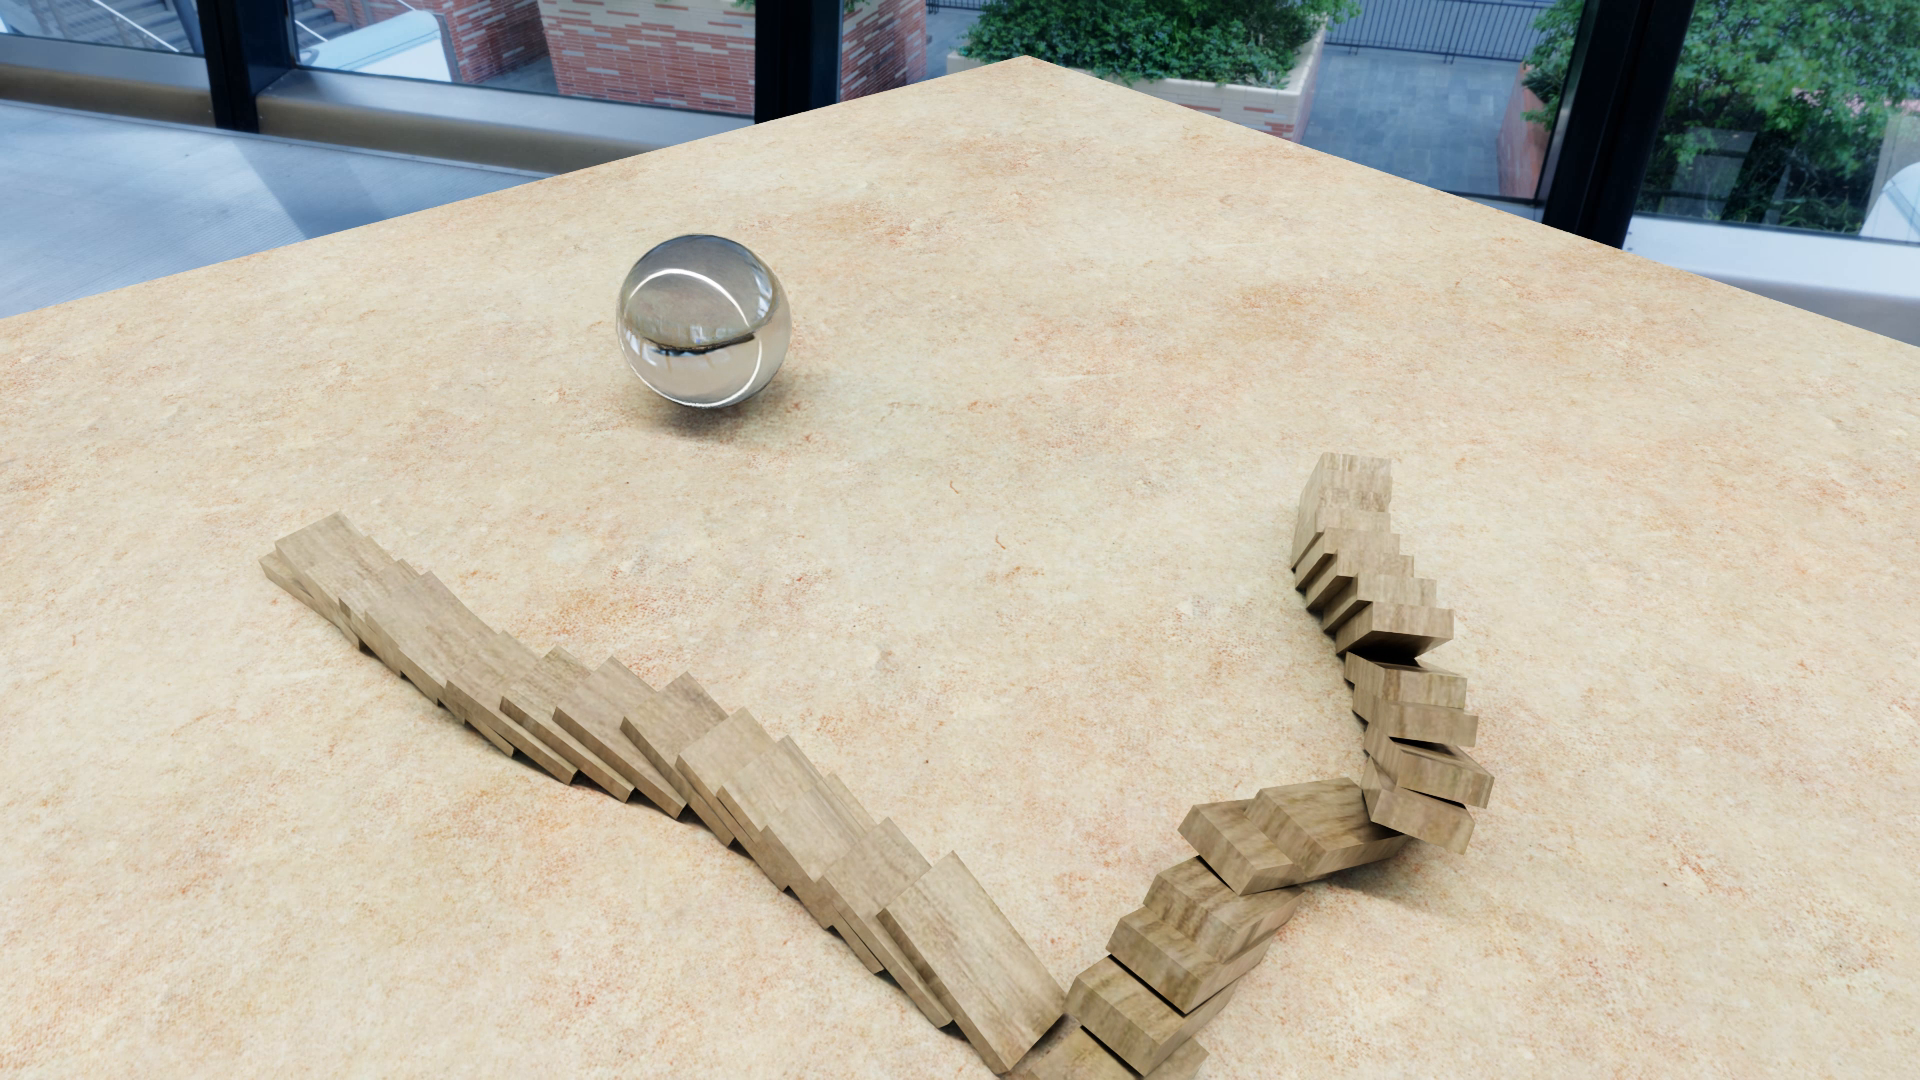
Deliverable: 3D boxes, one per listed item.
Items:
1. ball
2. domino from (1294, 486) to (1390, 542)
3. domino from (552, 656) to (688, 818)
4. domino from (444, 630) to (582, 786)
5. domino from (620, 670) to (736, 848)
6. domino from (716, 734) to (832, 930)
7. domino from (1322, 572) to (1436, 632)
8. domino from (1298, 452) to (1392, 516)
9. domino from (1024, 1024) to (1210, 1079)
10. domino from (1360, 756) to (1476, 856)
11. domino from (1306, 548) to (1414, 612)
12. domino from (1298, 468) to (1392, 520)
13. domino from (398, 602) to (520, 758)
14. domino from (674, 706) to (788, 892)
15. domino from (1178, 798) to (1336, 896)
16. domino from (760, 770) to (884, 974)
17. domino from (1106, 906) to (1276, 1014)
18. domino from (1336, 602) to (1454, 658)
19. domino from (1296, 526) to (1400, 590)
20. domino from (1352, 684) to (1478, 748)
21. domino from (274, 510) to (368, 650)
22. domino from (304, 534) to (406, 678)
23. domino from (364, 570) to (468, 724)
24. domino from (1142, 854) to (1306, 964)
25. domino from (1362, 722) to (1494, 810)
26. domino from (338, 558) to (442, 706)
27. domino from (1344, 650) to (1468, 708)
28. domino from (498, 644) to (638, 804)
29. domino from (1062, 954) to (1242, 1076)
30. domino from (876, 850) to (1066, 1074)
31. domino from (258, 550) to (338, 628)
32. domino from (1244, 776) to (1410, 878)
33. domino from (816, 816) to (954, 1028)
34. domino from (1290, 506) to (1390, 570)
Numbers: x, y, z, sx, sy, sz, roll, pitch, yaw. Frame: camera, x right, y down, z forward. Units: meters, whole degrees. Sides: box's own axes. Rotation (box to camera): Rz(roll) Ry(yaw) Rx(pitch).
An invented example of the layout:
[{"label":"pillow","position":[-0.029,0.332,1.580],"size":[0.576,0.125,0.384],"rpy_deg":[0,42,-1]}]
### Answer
[{"label":"ball","position":[-0.119,-0.101,0.511],"size":[0.080,0.080,0.080],"rpy_deg":[0,39,0]},{"label":"domino","position":[0.145,-0.006,0.422],"size":[0.025,0.050,0.009],"rpy_deg":[8,74,9]},{"label":"domino","position":[-0.101,0.062,0.349],"size":[0.050,0.009,0.025],"rpy_deg":[38,46,2]},{"label":"domino","position":[-0.139,0.054,0.359],"size":[0.050,0.010,0.025],"rpy_deg":[37,46,0]},{"label":"domino","position":[-0.079,0.068,0.343],"size":[0.050,0.010,0.025],"rpy_deg":[45,50,8]},{"label":"domino","position":[-0.045,0.085,0.321],"size":[0.025,0.009,0.050],"rpy_deg":[-36,81,-36]},{"label":"domino","position":[0.146,0.024,0.385],"size":[0.025,0.050,0.010],"rpy_deg":[6,74,7]},{"label":"domino","position":[0.153,-0.020,0.439],"size":[0.025,0.050,0.009],"rpy_deg":[8,74,9]},{"label":"domino","position":[0.038,0.129,0.266],"size":[0.025,0.010,0.050],"rpy_deg":[36,23,29]},{"label":"domino","position":[0.134,0.077,0.326],"size":[0.025,0.009,0.050],"rpy_deg":[19,6,16]},{"label":"domino","position":[0.142,0.016,0.395],"size":[0.025,0.050,0.010],"rpy_deg":[6,74,7]},{"label":"domino","position":[0.150,-0.013,0.430],"size":[0.025,0.050,0.009],"rpy_deg":[8,74,9]},{"label":"domino","position":[-0.159,0.046,0.368],"size":[0.050,0.010,0.025],"rpy_deg":[40,50,2]},{"label":"domino","position":[-0.060,0.078,0.332],"size":[0.050,0.010,0.025],"rpy_deg":[47,54,10]},{"label":"domino","position":[0.088,0.087,0.318],"size":[0.050,0.010,0.025],"rpy_deg":[8,27,-43]},{"label":"domino","position":[-0.030,0.093,0.311],"size":[0.025,0.010,0.050],"rpy_deg":[-36,81,-36]},{"label":"domino","position":[0.062,0.107,0.293],"size":[0.025,0.010,0.050],"rpy_deg":[31,15,33]},{"label":"domino","position":[0.147,0.032,0.376],"size":[0.025,0.050,0.009],"rpy_deg":[6,76,7]},{"label":"domino","position":[0.141,0.008,0.404],"size":[0.025,0.050,0.009],"rpy_deg":[6,74,7]},{"label":"domino","position":[0.145,0.055,0.353],"size":[0.025,0.009,0.050],"rpy_deg":[7,1,8]},{"label":"domino","position":[-0.227,0.015,0.408],"size":[0.050,0.010,0.025],"rpy_deg":[45,51,9]},{"label":"domino","position":[-0.208,0.024,0.398],"size":[0.050,0.009,0.025],"rpy_deg":[42,50,7]},{"label":"domino","position":[-0.177,0.037,0.378],"size":[0.050,0.010,0.025],"rpy_deg":[44,50,5]},{"label":"domino","position":[0.074,0.098,0.302],"size":[0.025,0.009,0.050],"rpy_deg":[31,15,33]},{"label":"domino","position":[0.142,0.068,0.337],"size":[0.025,0.010,0.050],"rpy_deg":[14,5,9]},{"label":"domino","position":[-0.191,0.032,0.388],"size":[0.050,0.010,0.025],"rpy_deg":[42,50,7]},{"label":"domino","position":[0.146,0.046,0.365],"size":[0.025,0.009,0.050],"rpy_deg":[6,1,7]},{"label":"domino","position":[-0.119,0.059,0.354],"size":[0.050,0.009,0.025],"rpy_deg":[37,46,0]},{"label":"domino","position":[0.051,0.116,0.283],"size":[0.025,0.009,0.050],"rpy_deg":[31,18,32]},{"label":"domino","position":[0.004,0.111,0.291],"size":[0.025,0.010,0.050],"rpy_deg":[-32,76,-35]},{"label":"domino","position":[-0.245,0.014,0.426],"size":[0.050,0.010,0.025],"rpy_deg":[24,45,26]},{"label":"domino","position":[0.109,0.083,0.323],"size":[0.050,0.009,0.025],"rpy_deg":[6,28,-42]},{"label":"domino","position":[-0.013,0.104,0.300],"size":[0.050,0.009,0.025],"rpy_deg":[47,54,9]},{"label":"domino","position":[0.142,0.001,0.413],"size":[0.025,0.050,0.009],"rpy_deg":[6,74,8]}]
